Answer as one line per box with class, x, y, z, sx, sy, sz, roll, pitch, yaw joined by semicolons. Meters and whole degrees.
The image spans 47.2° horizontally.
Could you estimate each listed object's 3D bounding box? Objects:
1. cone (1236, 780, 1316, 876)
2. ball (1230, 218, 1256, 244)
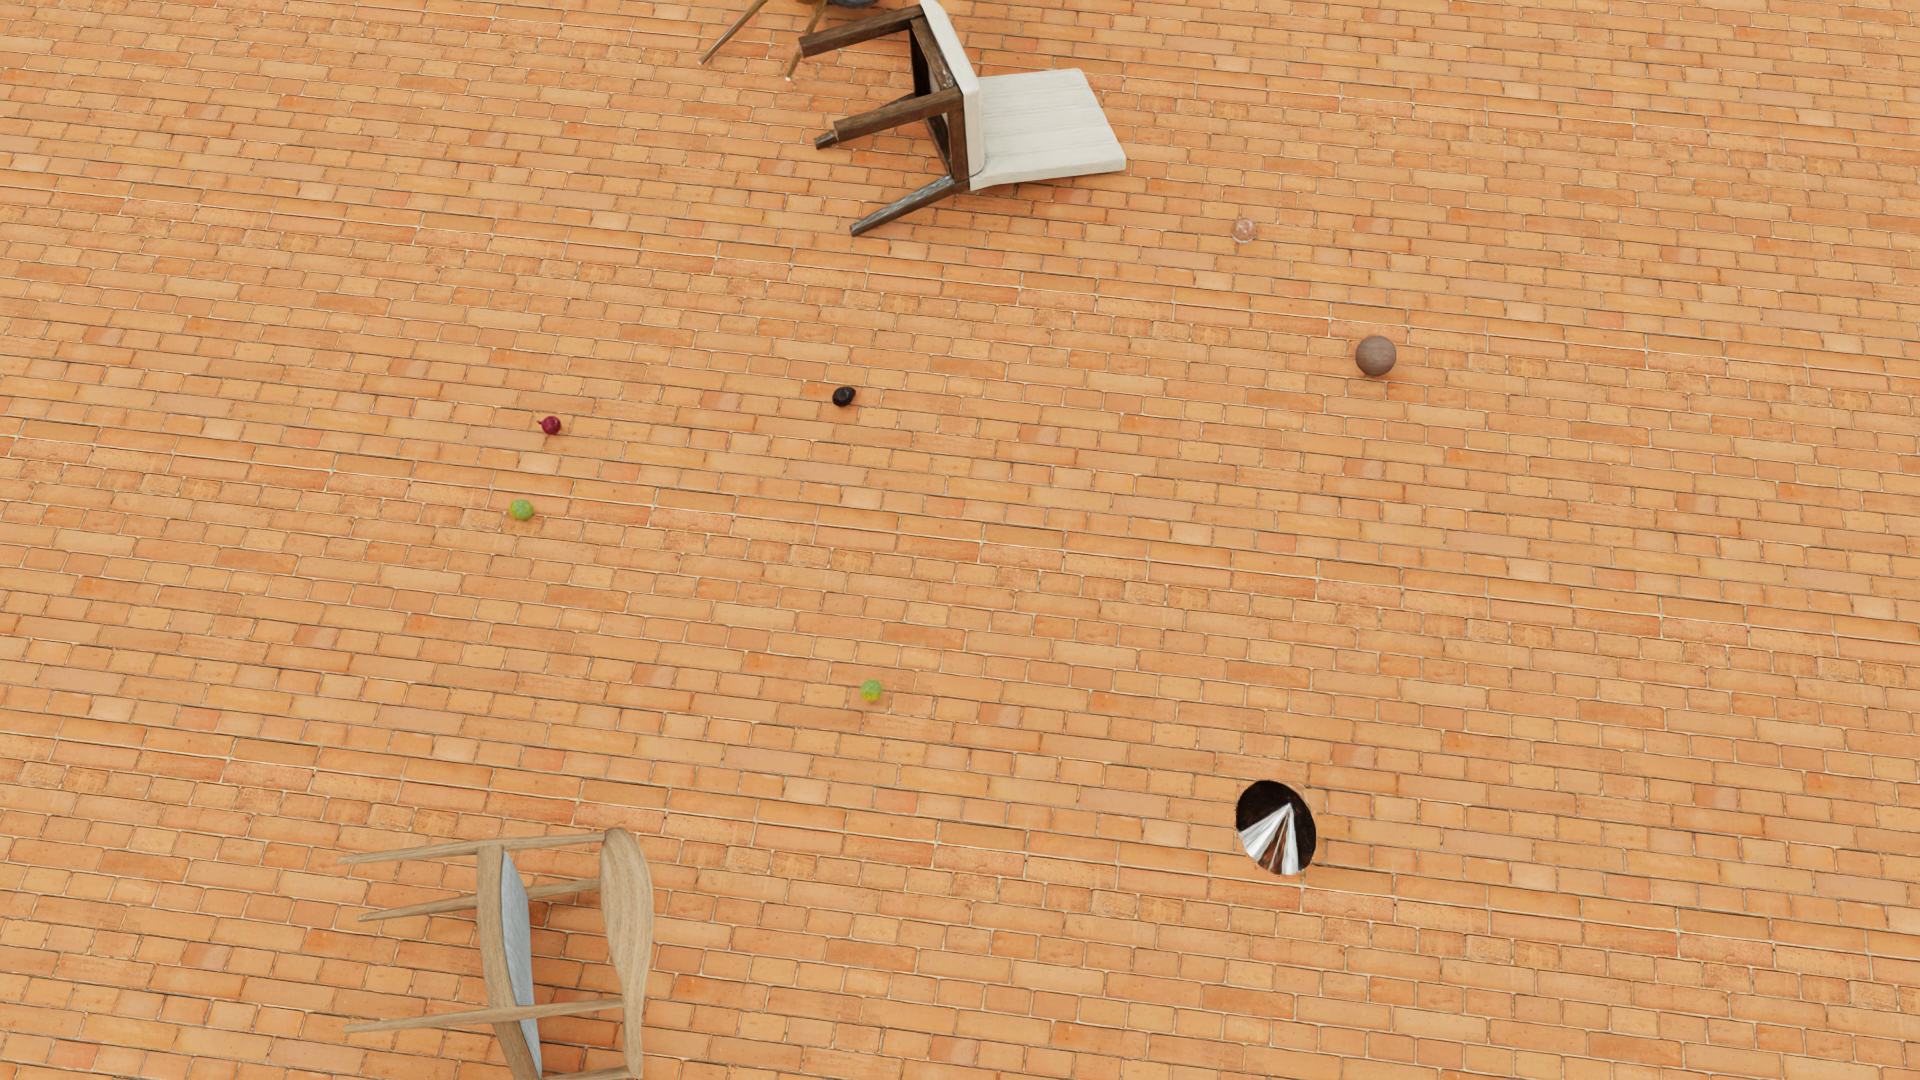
cone;0.901;0.726;6.013;0.223;0.290;0.254;-2;21;27
ball;0.929;-1.014;7.205;0.083;0.083;0.083;0;56;0
